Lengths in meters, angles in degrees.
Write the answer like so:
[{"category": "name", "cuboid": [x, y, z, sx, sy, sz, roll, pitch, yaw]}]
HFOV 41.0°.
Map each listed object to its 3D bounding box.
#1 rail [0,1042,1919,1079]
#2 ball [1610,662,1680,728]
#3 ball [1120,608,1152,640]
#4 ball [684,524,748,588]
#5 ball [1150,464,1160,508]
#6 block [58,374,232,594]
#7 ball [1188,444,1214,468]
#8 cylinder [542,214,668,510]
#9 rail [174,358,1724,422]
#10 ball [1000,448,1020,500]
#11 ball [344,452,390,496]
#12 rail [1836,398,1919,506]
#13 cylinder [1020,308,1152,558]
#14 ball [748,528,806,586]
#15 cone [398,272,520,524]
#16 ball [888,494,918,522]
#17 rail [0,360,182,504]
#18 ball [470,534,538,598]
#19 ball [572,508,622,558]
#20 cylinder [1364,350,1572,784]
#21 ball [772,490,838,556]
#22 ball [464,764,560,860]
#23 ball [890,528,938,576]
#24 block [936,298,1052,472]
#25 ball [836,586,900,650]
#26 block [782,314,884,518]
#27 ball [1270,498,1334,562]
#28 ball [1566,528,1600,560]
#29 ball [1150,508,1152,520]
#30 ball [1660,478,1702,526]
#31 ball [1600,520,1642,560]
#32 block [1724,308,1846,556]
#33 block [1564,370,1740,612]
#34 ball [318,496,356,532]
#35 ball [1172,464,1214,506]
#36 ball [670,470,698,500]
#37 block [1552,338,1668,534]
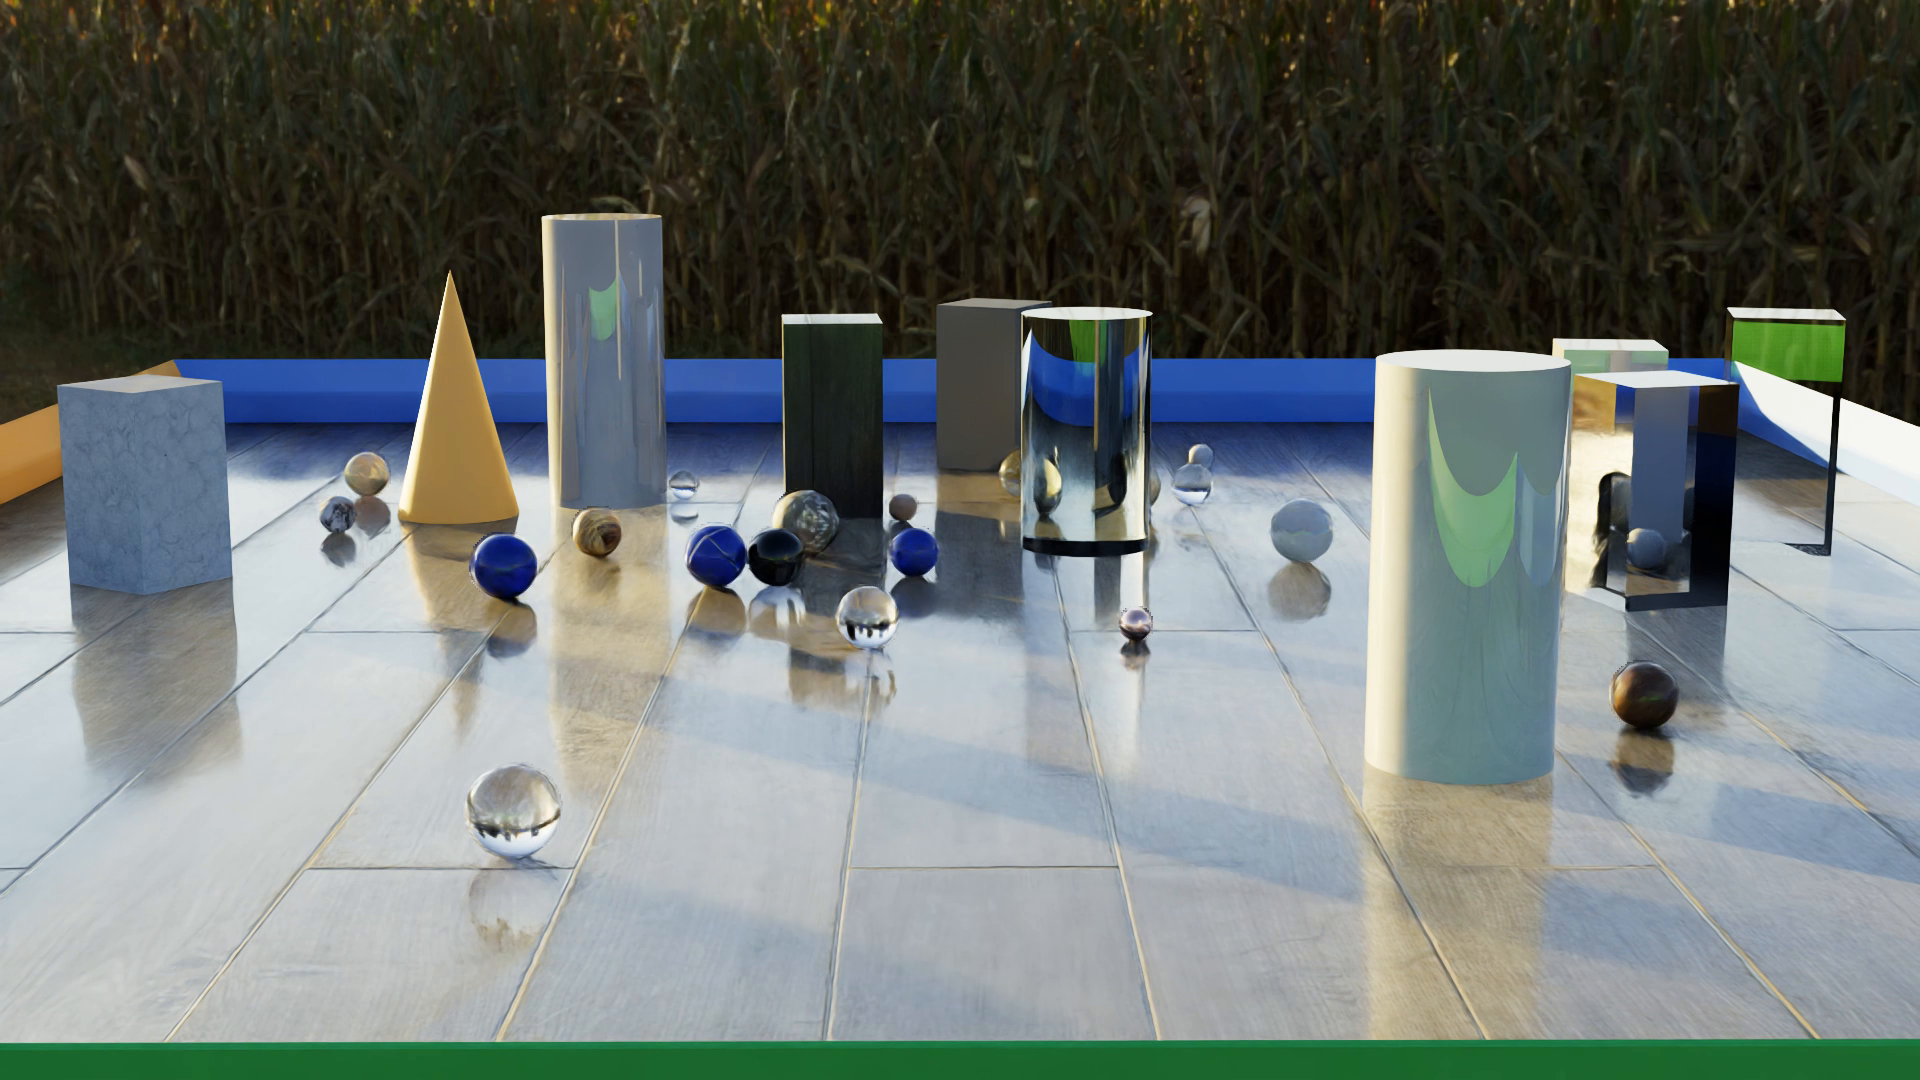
[{"category": "rail", "cuboid": [0.011, 0.371, 1.623, 3.219, 0.129, 0.045, 0, 10, 0]}, {"category": "ball", "cuboid": [0.761, 0.173, 2.851, 0.074, 0.074, 0.074, 0, 10, 0]}, {"category": "ball", "cuboid": [0.225, 0.108, 3.288, 0.041, 0.041, 0.041, 0, 10, 0]}, {"category": "ball", "cuboid": [-0.345, 0.022, 3.624, 0.089, 0.089, 0.089, 0, 10, 0]}, {"category": "ball", "cuboid": [0.283, -0.089, 4.214, 0.093, 0.093, 0.093, 0, 10, 0]}, {"category": "block", "cuboid": [-1.160, -0.082, 3.655, 0.159, 0.283, 0.159, 7, 12, 32]}, {"category": "ball", "cuboid": [0.440, -0.152, 4.682, 0.046, 0.046, 0.046, 0, 10, 0]}, {"category": "cylinder", "cuboid": [-0.595, -0.302, 4.308, 0.198, 0.478, 0.198, 0, 10, 0]}, {"category": "rail", "cuboid": [-0.011, -0.305, 5.274, 3.219, 0.129, 0.045, 0, 10, 0]}, {"category": "ball", "cuboid": [0.111, -0.112, 4.350, 0.088, 0.088, 0.088, 0, 10, 0]}, {"category": "ball", "cuboid": [-1.014, -0.112, 4.387, 0.075, 0.075, 0.075, 0, 10, 0]}, {"category": "rail", "cuboid": [1.586, 0.031, 3.458, 0.045, 0.129, 3.761, 0, 10, 0]}, {"category": "cylinder", "cuboid": [0.192, -0.168, 3.913, 0.198, 0.357, 0.198, 0, 10, 0]}, {"category": "ball", "cuboid": [-0.260, 0.024, 3.630, 0.083, 0.083, 0.083, 0, 10, 0]}, {"category": "cone", "cuboid": [-0.825, -0.241, 4.187, 0.198, 0.402, 0.198, 0, 10, 0]}, {"category": "ball", "cuboid": [-0.092, -0.053, 4.147, 0.046, 0.046, 0.046, 0, 10, 0]}, {"category": "rail", "cuboid": [-1.586, 0.035, 3.440, 0.045, 0.129, 3.761, 0, 10, 0]}, {"category": "ball", "cuboid": [-0.629, 0.036, 3.544, 0.091, 0.091, 0.091, 0, 10, 0]}, {"category": "ball", "cuboid": [-0.543, -0.011, 3.844, 0.075, 0.075, 0.075, 0, 10, 0]}, {"category": "cylinder", "cuboid": [0.530, 0.024, 2.690, 0.198, 0.426, 0.198, 0, 10, 0]}, {"category": "ball", "cuboid": [-0.232, -0.026, 3.855, 0.099, 0.099, 0.099, 0, 10, 0]}, {"category": "ball", "cuboid": [-0.416, 0.252, 2.384, 0.088, 0.088, 0.088, 0, 10, 0]}, {"category": "ball", "cuboid": [-0.066, 0.017, 3.699, 0.071, 0.071, 0.071, 0, 10, 0]}, {"category": "block", "cuboid": [0.063, -0.287, 4.720, 0.159, 0.298, 0.159, 5, 12, 26]}, {"category": "ball", "cuboid": [-0.117, 0.098, 3.237, 0.080, 0.080, 0.080, 0, 10, 0]}, {"category": "block", "cuboid": [-0.211, -0.206, 4.228, 0.159, 0.318, 0.159, -1, 11, -5]}, {"category": "ball", "cuboid": [0.507, -0.014, 3.801, 0.095, 0.095, 0.095, 0, 10, 0]}, {"category": "ball", "cuboid": [0.927, 0.007, 3.820, 0.047, 0.047, 0.047, 0, 10, 0]}, {"category": "ball", "cuboid": [0.273, -0.041, 4.039, 0.060, 0.060, 0.060, 0, 10, 0]}, {"category": "ball", "cuboid": [1.147, -0.062, 4.110, 0.077, 0.077, 0.077, 0, 10, 0]}, {"category": "ball", "cuboid": [0.984, 0.001, 3.818, 0.060, 0.060, 0.060, 0, 10, 0]}, {"category": "block", "cuboid": [1.248, -0.167, 3.912, 0.159, 0.357, 0.159, 2, 11, 13]}, {"category": "block", "cuboid": [0.950, -0.070, 3.530, 0.159, 0.304, 0.159, -3, 11, -16]}, {"category": "ball", "cuboid": [-0.982, -0.041, 4.047, 0.058, 0.058, 0.058, 0, 10, 0]}, {"category": "ball", "cuboid": [0.389, -0.092, 4.293, 0.071, 0.071, 0.071, 0, 10, 0]}, {"category": "ball", "cuboid": [-0.470, -0.094, 4.361, 0.050, 0.050, 0.050, 0, 10, 0]}, {"category": "block", "cuboid": [1.027, -0.166, 4.083, 0.159, 0.291, 0.159, 1, 11, 7]}]
